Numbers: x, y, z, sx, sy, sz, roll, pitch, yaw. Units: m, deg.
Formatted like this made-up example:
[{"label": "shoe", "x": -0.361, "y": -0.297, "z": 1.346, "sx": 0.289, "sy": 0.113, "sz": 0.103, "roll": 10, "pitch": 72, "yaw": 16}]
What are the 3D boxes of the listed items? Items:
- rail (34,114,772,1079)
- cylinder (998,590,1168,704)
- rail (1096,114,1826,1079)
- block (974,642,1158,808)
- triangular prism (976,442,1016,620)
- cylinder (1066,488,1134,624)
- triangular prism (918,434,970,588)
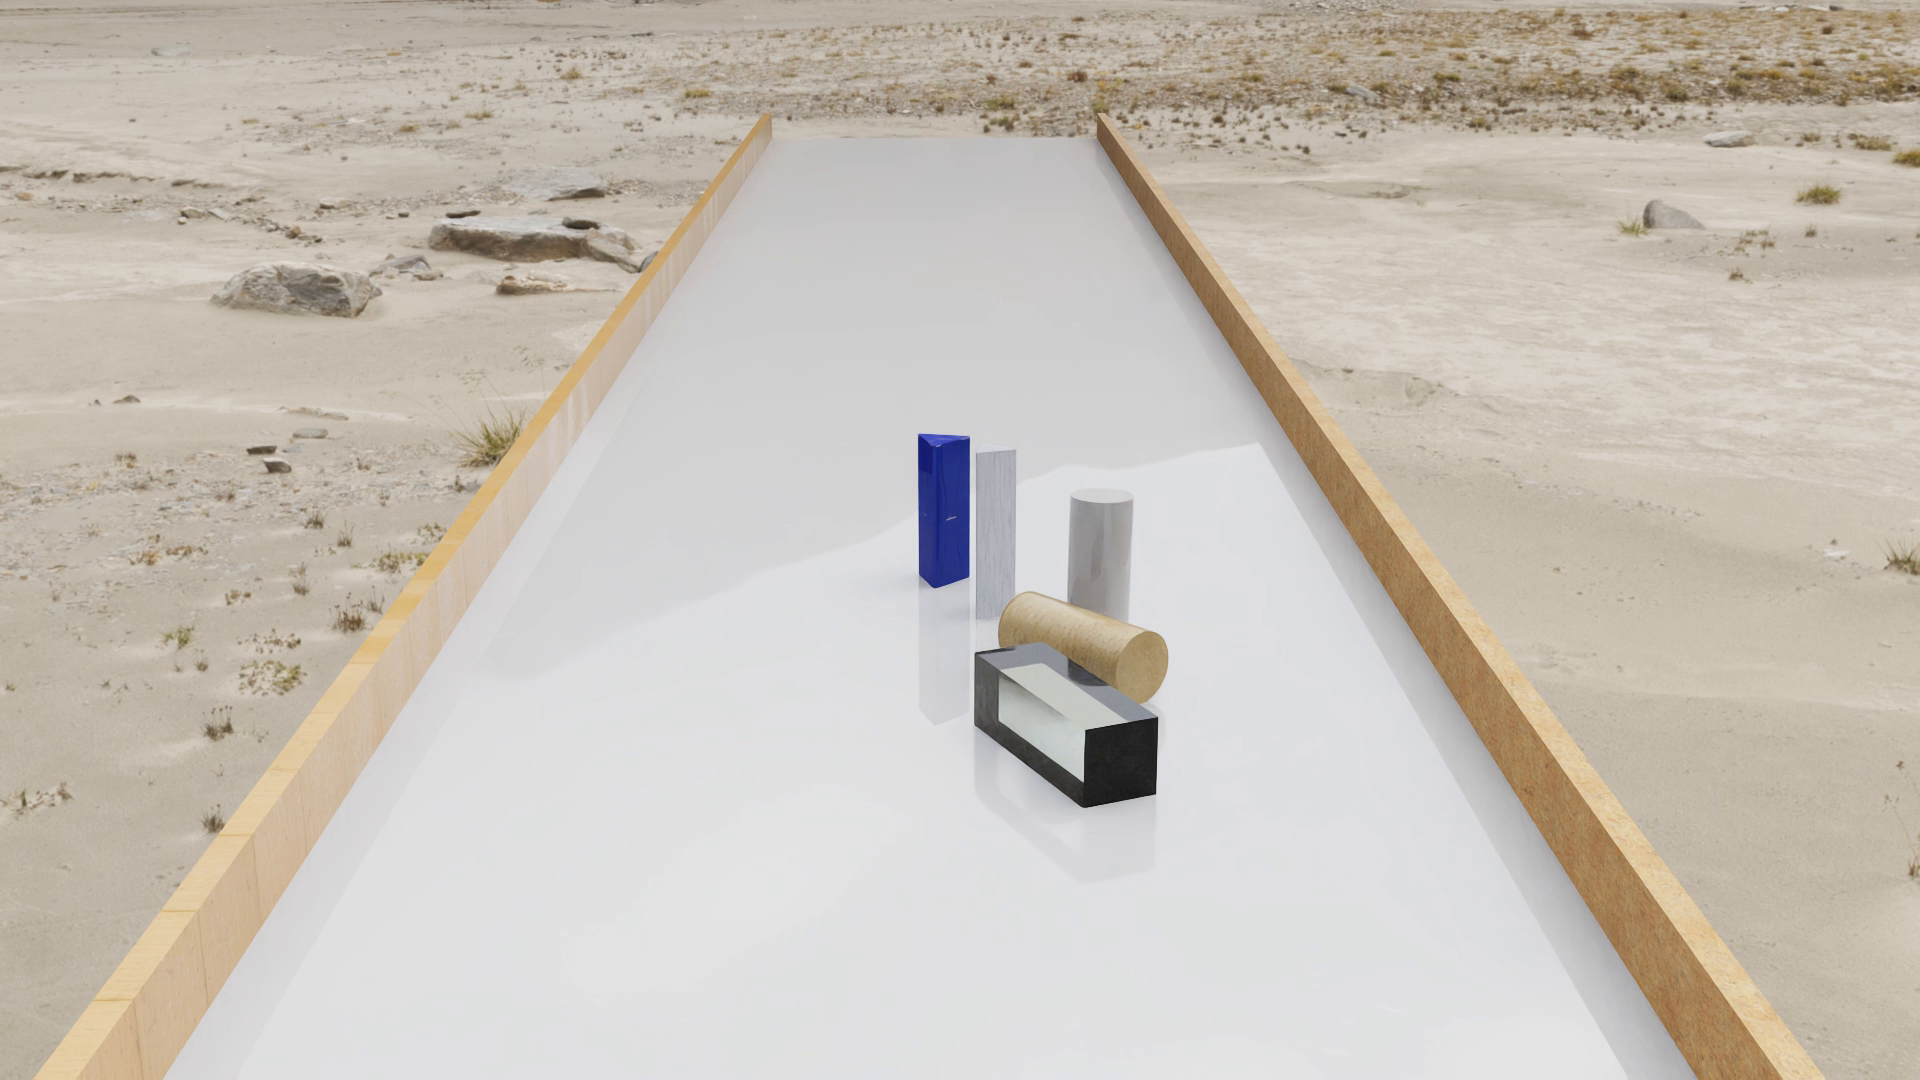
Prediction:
[{"label": "rail", "x": -1.118, "y": -0.838, "z": 7.780, "sx": 0.050, "sy": 0.150, "sz": 12.000, "roll": 0, "pitch": 17, "yaw": -1}, {"label": "cylinder", "x": 0.237, "y": 0.207, "z": 4.278, "sx": 0.144, "sy": 0.144, "sz": 0.328, "roll": -14, "pitch": 22, "yaw": -39}, {"label": "rail", "x": 0.932, "y": -0.844, "z": 7.801, "sx": 0.050, "sy": 0.150, "sz": 12.000, "roll": 0, "pitch": 17, "yaw": -1}, {"label": "block", "x": 0.181, "y": 0.321, "z": 3.899, "sx": 0.142, "sy": 0.142, "sz": 0.428, "roll": -8, "pitch": 18, "yaw": -24}, {"label": "triangular prism", "x": 0.062, "y": -0.021, "z": 4.660, "sx": 0.089, "sy": 0.364, "sz": 0.077, "roll": -6, "pitch": 18, "yaw": -20}, {"label": "cylinder", "x": 0.279, "y": 0.070, "z": 4.407, "sx": 0.128, "sy": 0.329, "sz": 0.128, "roll": 1, "pitch": 15, "yaw": 0}, {"label": "triangular prism", "x": -0.054, "y": -0.071, "z": 4.894, "sx": 0.101, "sy": 0.325, "sz": 0.116, "roll": 14, "pitch": 22, "yaw": 40}]
